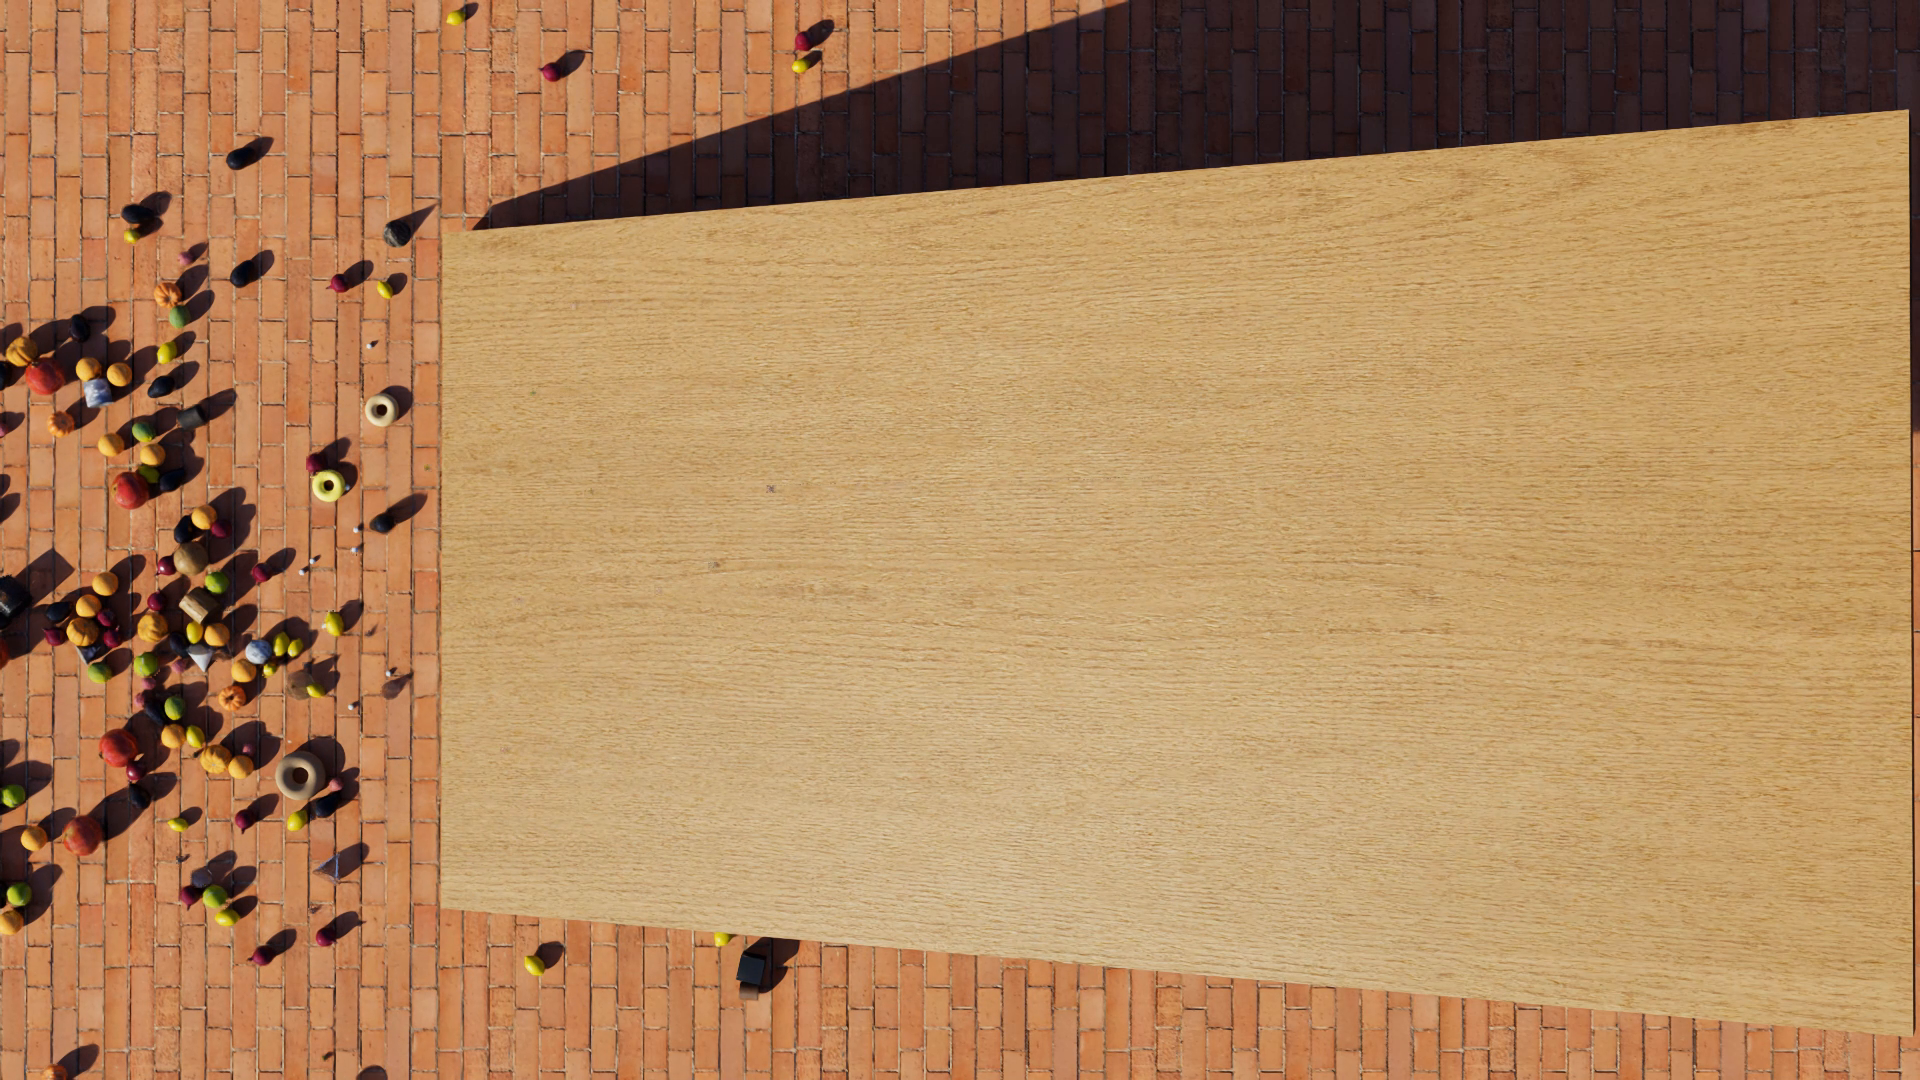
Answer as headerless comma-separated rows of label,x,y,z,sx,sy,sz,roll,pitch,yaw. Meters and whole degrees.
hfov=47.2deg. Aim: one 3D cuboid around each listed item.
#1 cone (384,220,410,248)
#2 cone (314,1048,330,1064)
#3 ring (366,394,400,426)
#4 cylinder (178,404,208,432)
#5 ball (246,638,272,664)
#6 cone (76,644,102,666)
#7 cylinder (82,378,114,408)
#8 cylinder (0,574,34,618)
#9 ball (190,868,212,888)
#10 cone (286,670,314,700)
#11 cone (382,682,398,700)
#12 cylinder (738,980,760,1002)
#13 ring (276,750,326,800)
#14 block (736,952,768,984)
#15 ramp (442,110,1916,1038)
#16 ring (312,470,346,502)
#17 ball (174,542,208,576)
cone,-1.694,-0.922,6.574,0.084,0.084,0.084,0,89,0
cone,-1.910,1.550,6.582,0.080,0.080,0.080,0,94,-5
ring,-1.733,-0.390,6.593,0.101,0.034,0.101,0,88,-1
cylinder,-2.296,-0.363,6.578,0.063,0.063,0.063,-25,89,0
ball,-2.093,0.332,6.564,0.076,0.076,0.076,0,89,0
cone,-2.600,0.330,6.587,0.069,0.069,0.069,-32,89,-27
cylinder,-2.577,-0.439,6.574,0.073,0.073,0.073,-19,101,0
cylinder,-2.835,0.170,6.557,0.094,0.094,0.094,43,90,0
ball,-2.265,1.009,6.565,0.060,0.060,0.060,0,89,0
cone,-1.982,0.437,6.556,0.089,0.089,0.089,0,89,0
cone,-1.711,0.451,6.573,0.055,0.055,0.055,0,88,1
cylinder,-0.628,1.345,6.562,0.057,0.057,0.057,4,89,0
ring,-1.971,0.704,6.574,0.149,0.050,0.149,0,90,-1
block,-0.621,1.276,6.555,0.073,0.073,0.073,12,89,0
ramp,0.280,0.080,5.673,4.000,0.100,2.000,0,89,26
ring,-1.891,-0.163,6.592,0.098,0.033,0.098,0,90,-1
ball,-2.292,0.058,6.555,0.100,0.100,0.100,0,89,0
